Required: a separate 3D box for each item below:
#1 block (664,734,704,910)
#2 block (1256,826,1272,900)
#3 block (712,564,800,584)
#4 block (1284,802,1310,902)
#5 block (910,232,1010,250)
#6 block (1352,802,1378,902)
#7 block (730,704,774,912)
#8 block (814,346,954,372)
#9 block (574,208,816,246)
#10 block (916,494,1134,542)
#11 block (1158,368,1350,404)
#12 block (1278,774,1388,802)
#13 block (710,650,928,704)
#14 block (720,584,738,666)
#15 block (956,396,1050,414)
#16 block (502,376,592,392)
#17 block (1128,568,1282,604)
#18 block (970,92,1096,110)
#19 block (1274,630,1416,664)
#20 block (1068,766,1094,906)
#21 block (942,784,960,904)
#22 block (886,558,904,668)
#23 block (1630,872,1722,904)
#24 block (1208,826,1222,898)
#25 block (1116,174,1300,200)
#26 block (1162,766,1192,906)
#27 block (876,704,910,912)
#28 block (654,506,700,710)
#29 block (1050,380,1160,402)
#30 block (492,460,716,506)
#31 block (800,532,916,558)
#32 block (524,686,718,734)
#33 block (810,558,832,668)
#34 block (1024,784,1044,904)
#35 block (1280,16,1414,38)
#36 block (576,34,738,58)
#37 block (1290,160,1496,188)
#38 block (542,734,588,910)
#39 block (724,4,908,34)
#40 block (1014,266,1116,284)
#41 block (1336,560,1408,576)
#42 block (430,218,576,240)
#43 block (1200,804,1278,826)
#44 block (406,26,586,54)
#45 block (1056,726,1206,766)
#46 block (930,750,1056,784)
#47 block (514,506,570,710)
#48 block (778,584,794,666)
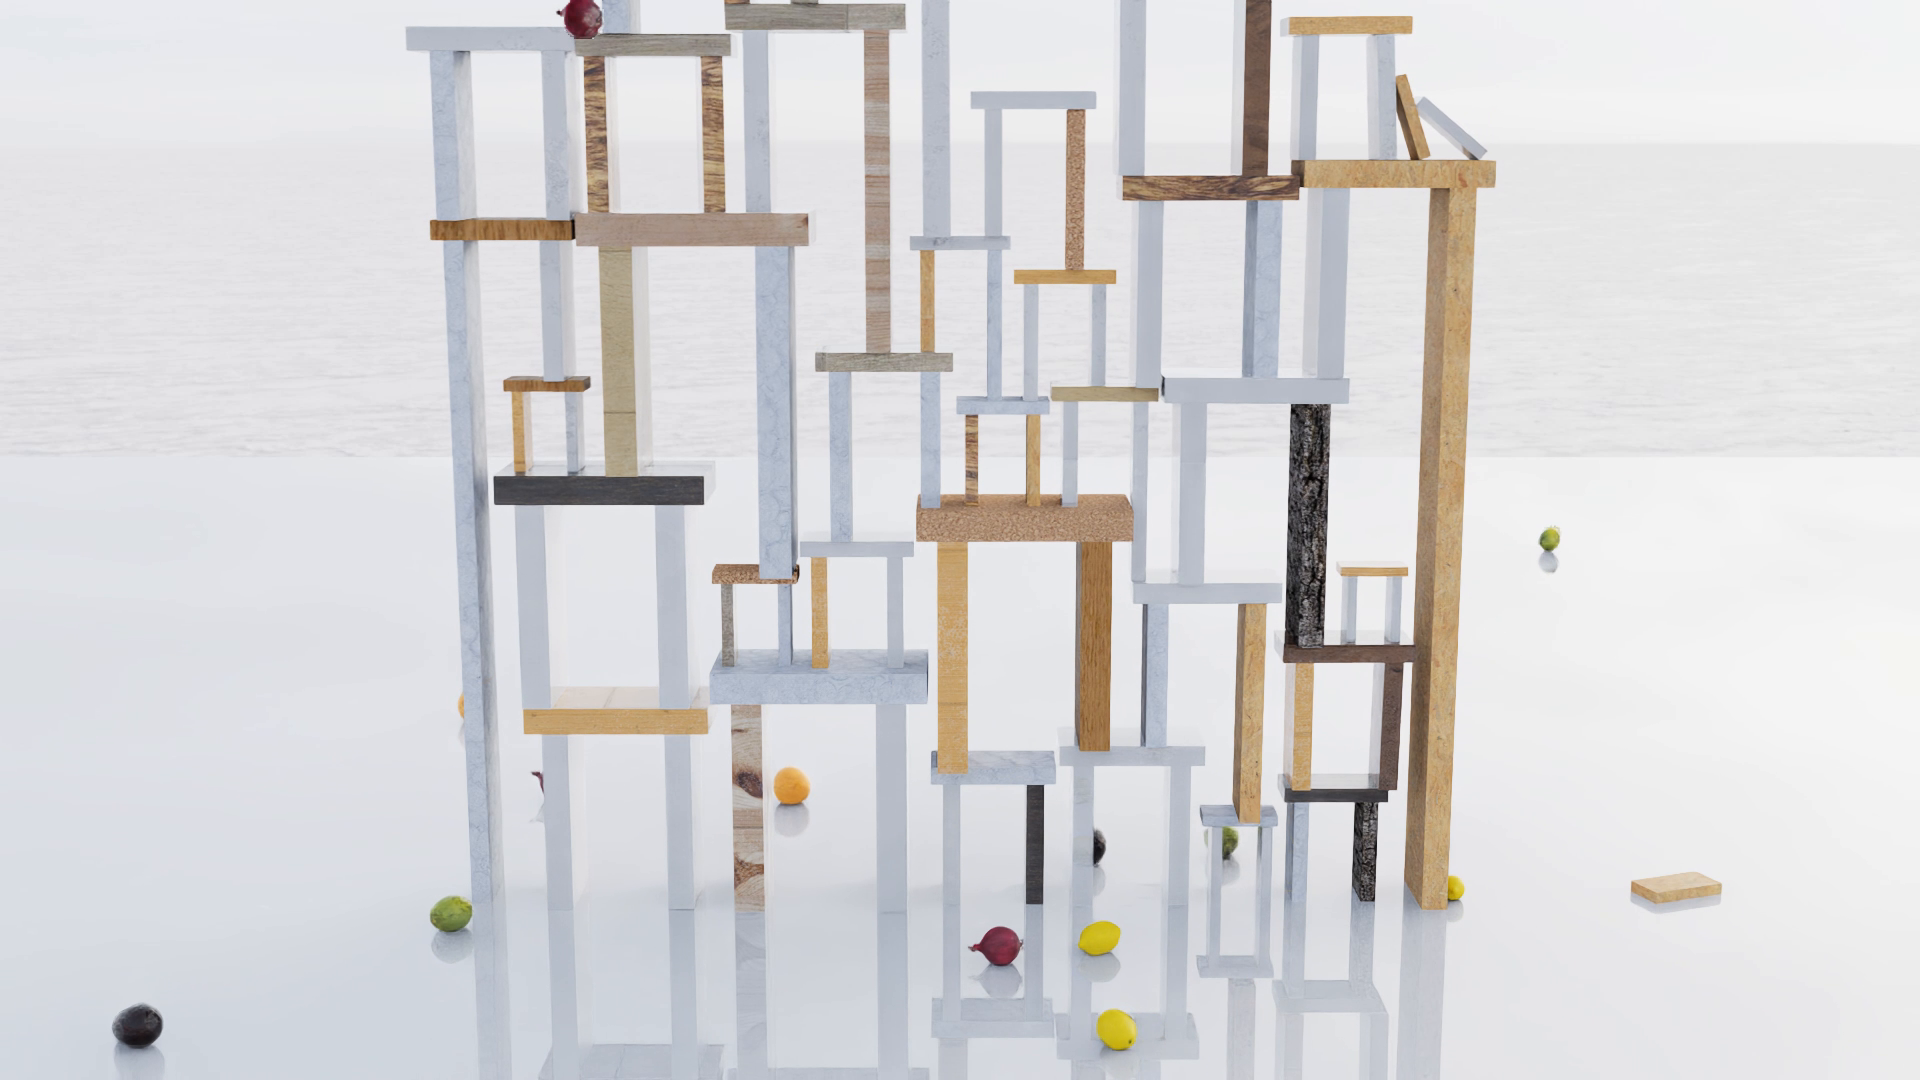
[{"bbox_3d":[-0.455,0.445,3.638,0.042,0.296,0.148,0,10,0],"label":"block"},{"bbox_3d":[0.507,0.528,3.661,0.017,0.123,0.062,0,11,0],"label":"block"},{"bbox_3d":[-0.331,0.055,3.570,0.137,0.019,0.068,0,11,0],"label":"block"},{"bbox_3d":[0.560,0.506,3.657,0.024,0.170,0.085,0,11,0],"label":"block"},{"bbox_3d":[0.001,-0.472,3.476,0.158,0.022,0.079,0,11,0],"label":"block"},{"bbox_3d":[0.674,0.506,3.657,0.024,0.170,0.085,0,11,0],"label":"block"},{"bbox_3d":[-0.343,0.418,3.639,0.049,0.348,0.174,0,11,0],"label":"block"},{"bbox_3d":[-0.119,-0.289,3.506,0.217,0.031,0.108,0,11,0],"label":"block"},{"bbox_3d":[-0.412,-0.494,3.470,0.359,0.051,0.180,0,11,0],"label":"block"},{"bbox_3d":[0.102,-0.037,3.553,0.343,0.049,0.171,0,11,0],"label":"block"},{"bbox_3d":[0.464,-0.247,3.512,0.289,0.041,0.144,0,11,0],"label":"block"},{"bbox_3d":[0.616,0.410,3.639,0.170,0.024,0.085,0,11,0],"label":"block"},{"bbox_3d":[-0.227,0.223,3.603,0.348,0.049,0.174,0,11,0],"label":"block"},{"bbox_3d":[-0.375,0.132,3.585,0.019,0.137,0.068,0,11,0],"label":"block"},{"bbox_3d":[0.068,-0.216,3.517,0.148,0.021,0.074,0,11,0],"label":"block"},{"bbox_3d":[-0.659,-0.249,3.512,0.128,0.018,0.064,0,11,1],"label":"block"},{"bbox_3d":[0.396,0.074,3.568,0.238,0.034,0.119,0,11,1],"label":"block"},{"bbox_3d":[0.115,-0.684,3.424,0.193,0.027,0.097,1,11,3],"label":"block"},{"bbox_3d":[0.627,0.174,3.595,0.213,0.030,0.107,0,10,0],"label":"block"},{"bbox_3d":[0.201,0.473,3.651,0.034,0.237,0.118,0,11,0],"label":"block"},{"bbox_3d":[-0.014,0.490,3.650,0.029,0.204,0.102,0,11,0],"label":"block"},{"bbox_3d":[-0.104,0.109,3.580,0.026,0.183,0.091,0,11,0],"label":"block"},{"bbox_3d":[1.196,0.580,3.672,0.132,0.019,0.066,-4,11,-21],"label":"block"},{"bbox_3d":[0.424,0.528,3.663,0.017,0.123,0.062,0,11,1],"label":"block"},{"bbox_3d":[0.387,-0.555,3.459,0.274,0.039,0.137,0,11,0],"label":"block"},{"bbox_3d":[0.359,0.473,3.651,0.034,0.237,0.118,0,11,0],"label":"block"},{"bbox_3d":[-0.111,0.418,3.639,0.049,0.348,0.174,0,11,0],"label":"block"},{"bbox_3d":[-0.458,0.093,3.581,0.047,0.332,0.166,0,11,0],"label":"block"},{"bbox_3d":[0.230,-0.238,3.511,0.169,0.024,0.085,0,11,1],"label":"block"},{"bbox_3d":[-0.569,-0.093,3.547,0.332,0.047,0.166,0,11,0],"label":"block"},{"bbox_3d":[-0.165,0.007,3.561,0.183,0.026,0.091,0,11,0],"label":"block"},{"bbox_3d":[-0.554,0.279,3.607,0.296,0.042,0.148,0,11,0],"label":"block"},{"bbox_3d":[-0.226,0.109,3.580,0.026,0.183,0.091,0,11,0],"label":"block"},{"bbox_3d":[0.123,0.490,3.649,0.029,0.204,0.102,0,11,0],"label":"block"},{"bbox_3d":[0.599,-0.797,3.416,0.190,0.027,0.095,-1,11,0],"label":"block"},{"bbox_3d":[-0.469,-0.767,3.416,0.237,0.034,0.118,0,11,-1],"label":"block"},{"bbox_3d":[0.676,-0.575,3.449,0.293,0.042,0.147,0,11,0],"label":"block"},{"bbox_3d":[-0.653,0.445,3.638,0.042,0.296,0.148,0,11,0],"label":"block"},{"bbox_3d":[-0.220,-0.809,3.413,0.275,0.039,0.138,0,11,0],"label":"block"},{"bbox_3d":[0.165,-0.419,3.482,0.160,0.023,0.080,0,11,0],"label":"block"},{"bbox_3d":[0.668,0.046,3.565,0.108,0.015,0.054,0,10,1],"label":"block"},{"bbox_3d":[-0.714,-0.492,3.473,0.220,0.031,0.110,0,11,0],"label":"block"},{"bbox_3d":[0.463,0.458,3.655,0.123,0.017,0.062,0,11,1],"label":"block"},{"bbox_3d":[-0.718,-0.777,3.419,0.257,0.036,0.128,0,11,-1],"label":"block"},{"bbox_3d":[0.280,0.340,3.627,0.237,0.034,0.118,0,11,0],"label":"block"},{"bbox_3d":[0.054,0.375,3.628,0.204,0.029,0.102,0,11,0],"label":"block"},{"bbox_3d":[-0.680,0.094,3.581,0.047,0.332,0.166,0,11,0],"label":"block"},{"bbox_3d":[-0.284,0.132,3.584,0.019,0.137,0.068,0,11,0],"label":"block"}]
